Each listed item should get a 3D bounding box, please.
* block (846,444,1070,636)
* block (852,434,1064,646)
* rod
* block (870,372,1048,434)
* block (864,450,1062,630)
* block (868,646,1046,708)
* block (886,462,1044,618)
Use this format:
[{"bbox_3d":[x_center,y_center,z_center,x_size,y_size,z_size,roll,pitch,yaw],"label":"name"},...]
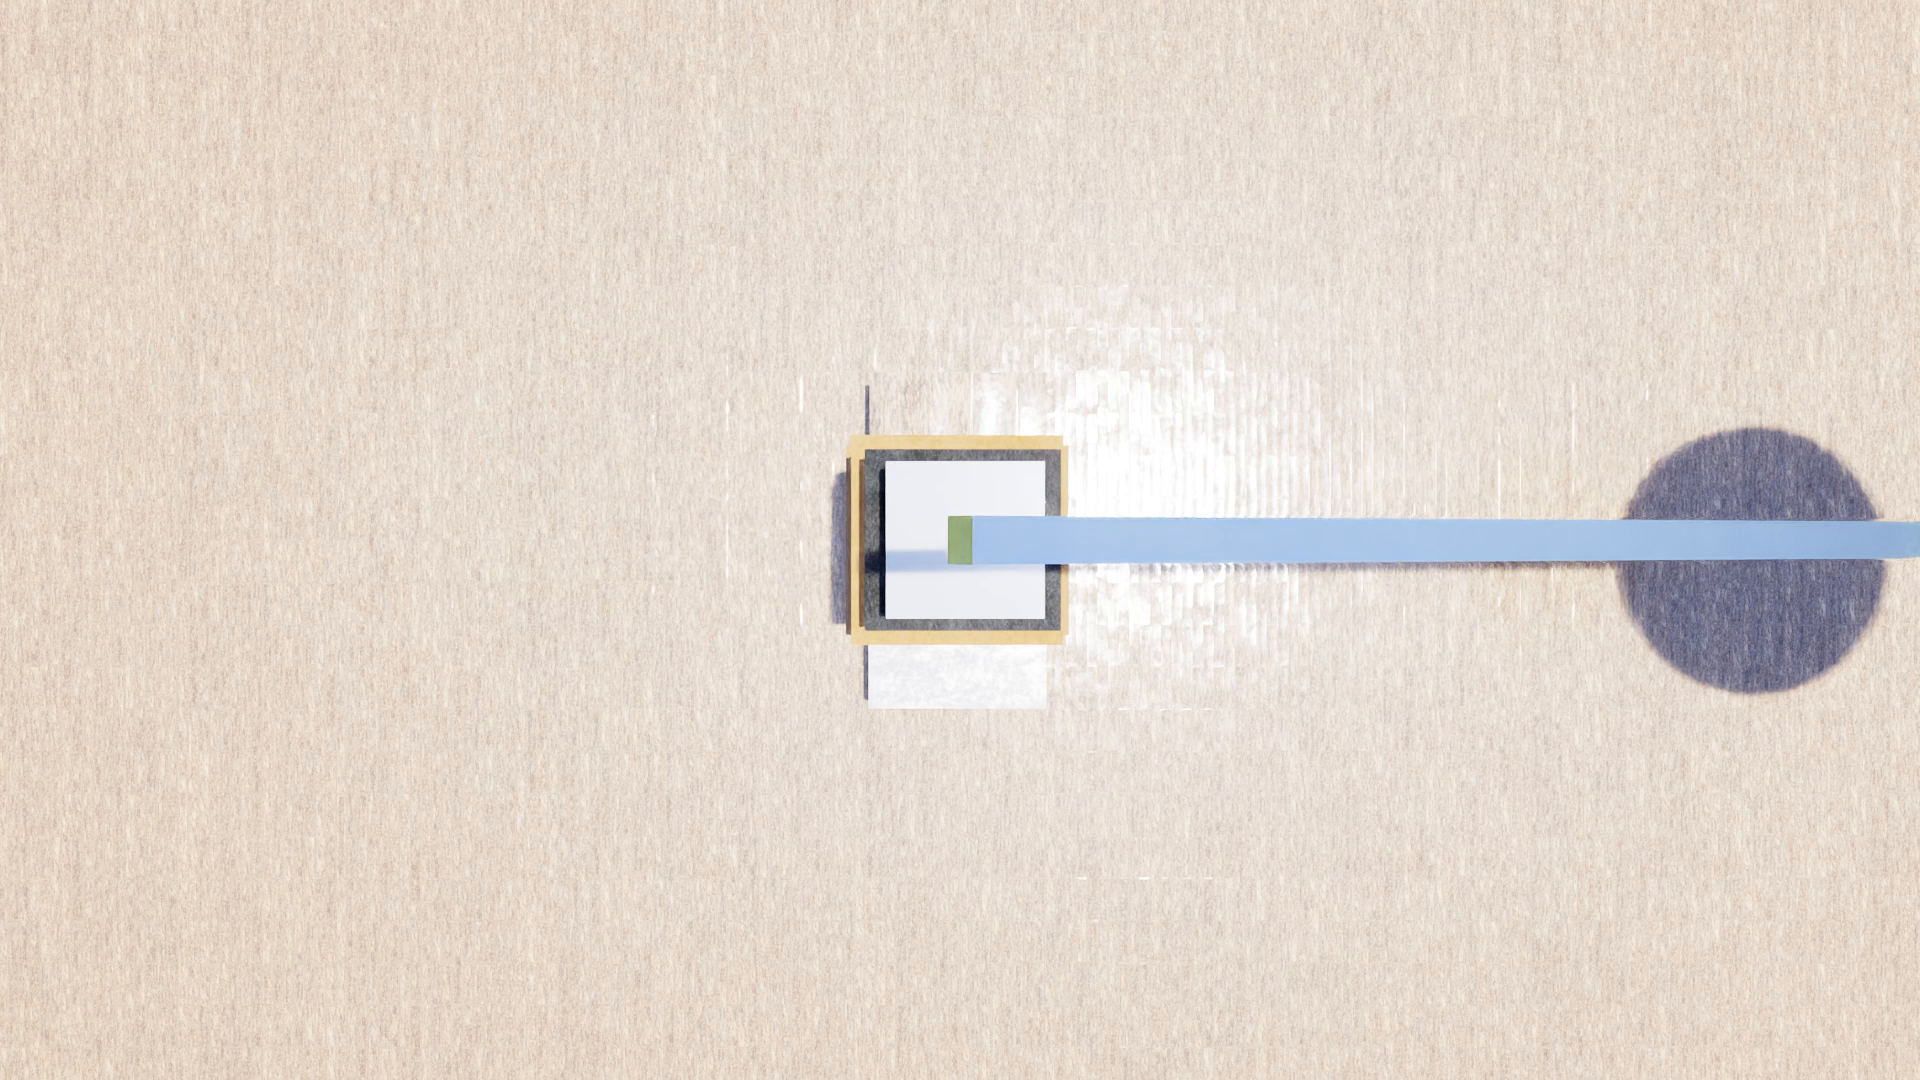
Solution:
[{"bbox_3d":[-0.012,0.000,10.736,1.041,0.968,0.888,0,90,0],"label":"block"},{"bbox_3d":[-0.010,0.000,9.027,0.828,0.872,0.821,0,90,0],"label":"block"},{"bbox_3d":[2.234,0.000,4.938,5.200,0.080,0.080,0,90,-31],"label":"rod"},{"bbox_3d":[-0.007,-0.492,12.586,0.986,0.827,0.870,0,90,0],"label":"block"},{"bbox_3d":[0.011,0.000,8.248,0.707,0.686,0.653,0,90,0],"label":"block"},{"bbox_3d":[-0.013,0.440,12.550,0.979,0.900,0.975,0,90,0],"label":"block"},{"bbox_3d":[0.018,0.000,7.625,0.531,0.559,0.526,0,90,0],"label":"block"}]
